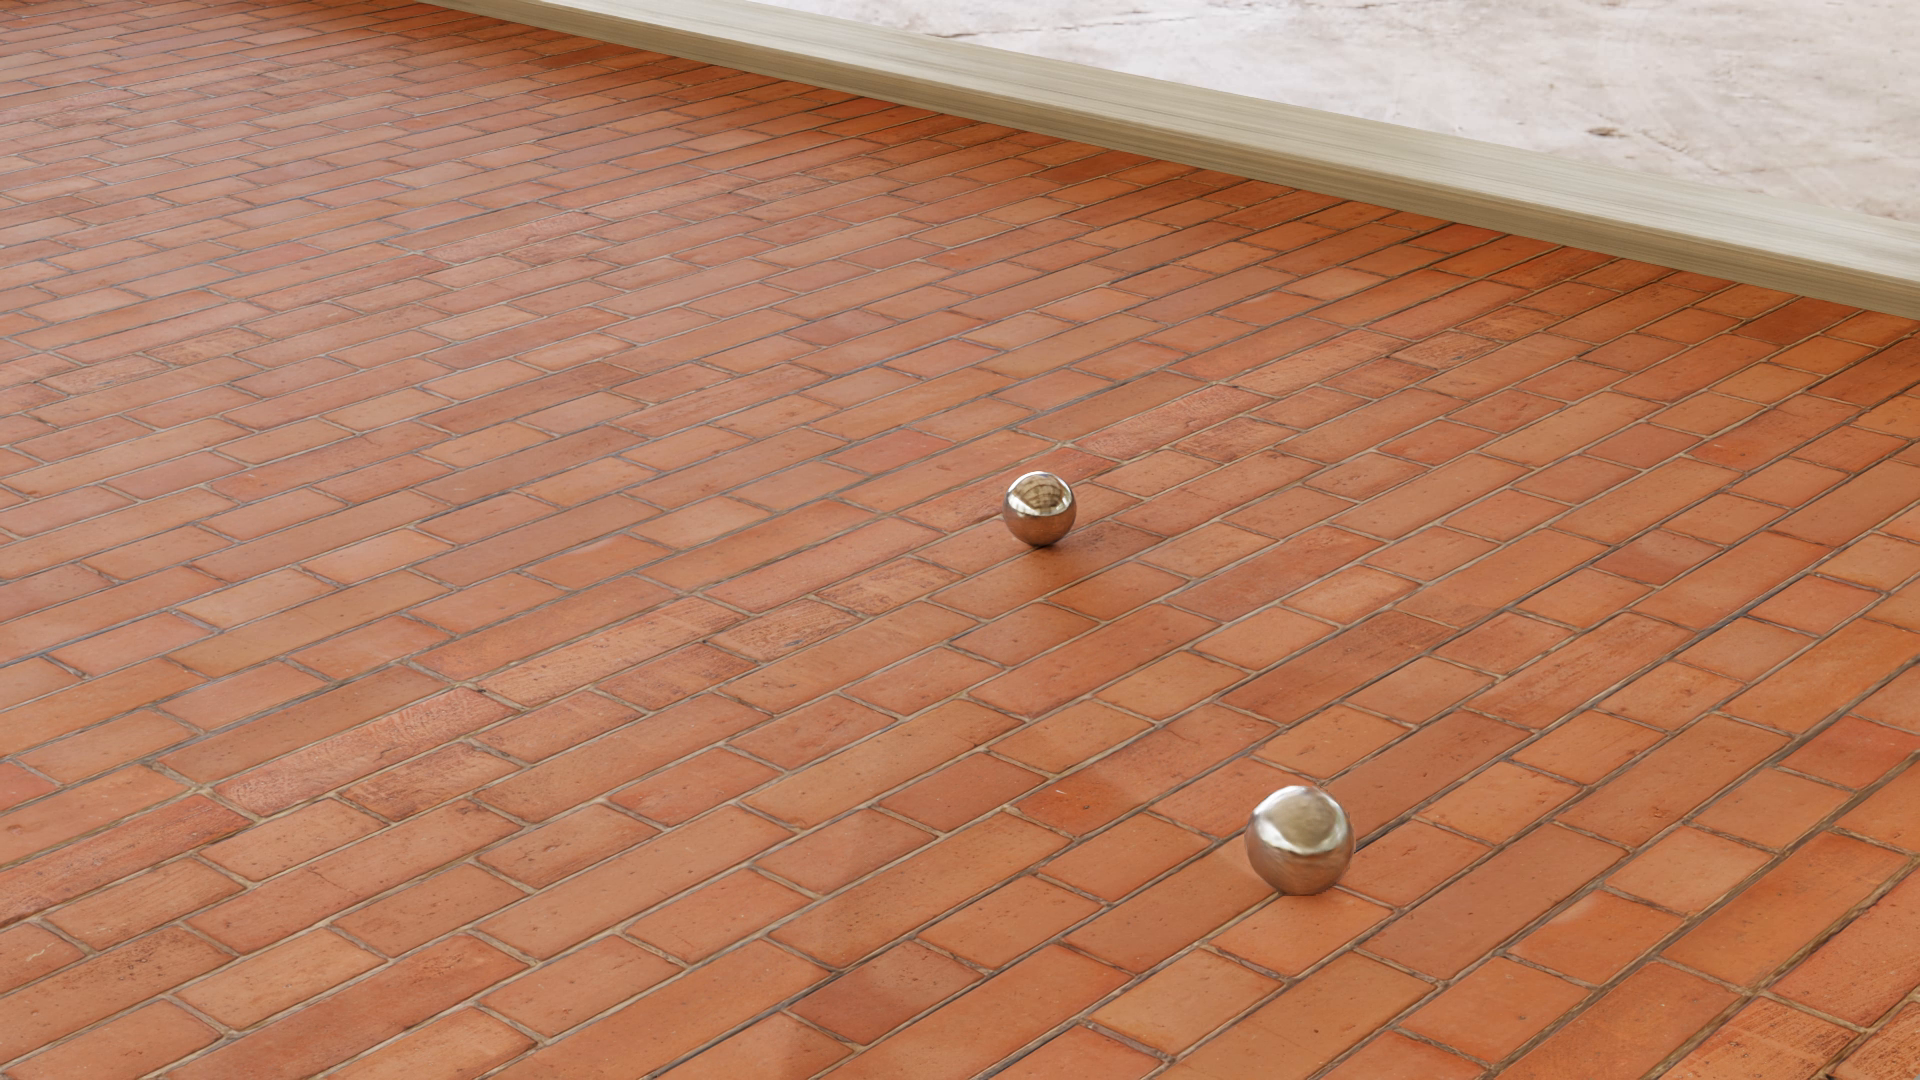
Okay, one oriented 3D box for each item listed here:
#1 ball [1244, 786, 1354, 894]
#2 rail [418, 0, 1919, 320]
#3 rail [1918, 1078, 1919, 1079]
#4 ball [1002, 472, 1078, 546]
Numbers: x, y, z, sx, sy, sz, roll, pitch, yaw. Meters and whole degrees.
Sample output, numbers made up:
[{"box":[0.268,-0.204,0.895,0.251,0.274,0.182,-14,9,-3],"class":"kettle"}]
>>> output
[{"box":[0.234,0.207,2.025,0.075,0.075,0.075,0,22,0],"class":"ball"},{"box":[0.037,-0.619,4.039,4.203,0.105,0.045,18,28,38],"class":"rail"},{"box":[0.767,0.239,1.900,0.045,0.105,2.520,18,28,38],"class":"rail"},{"box":[0.071,-0.028,2.619,0.067,0.067,0.067,0,22,0],"class":"ball"}]
